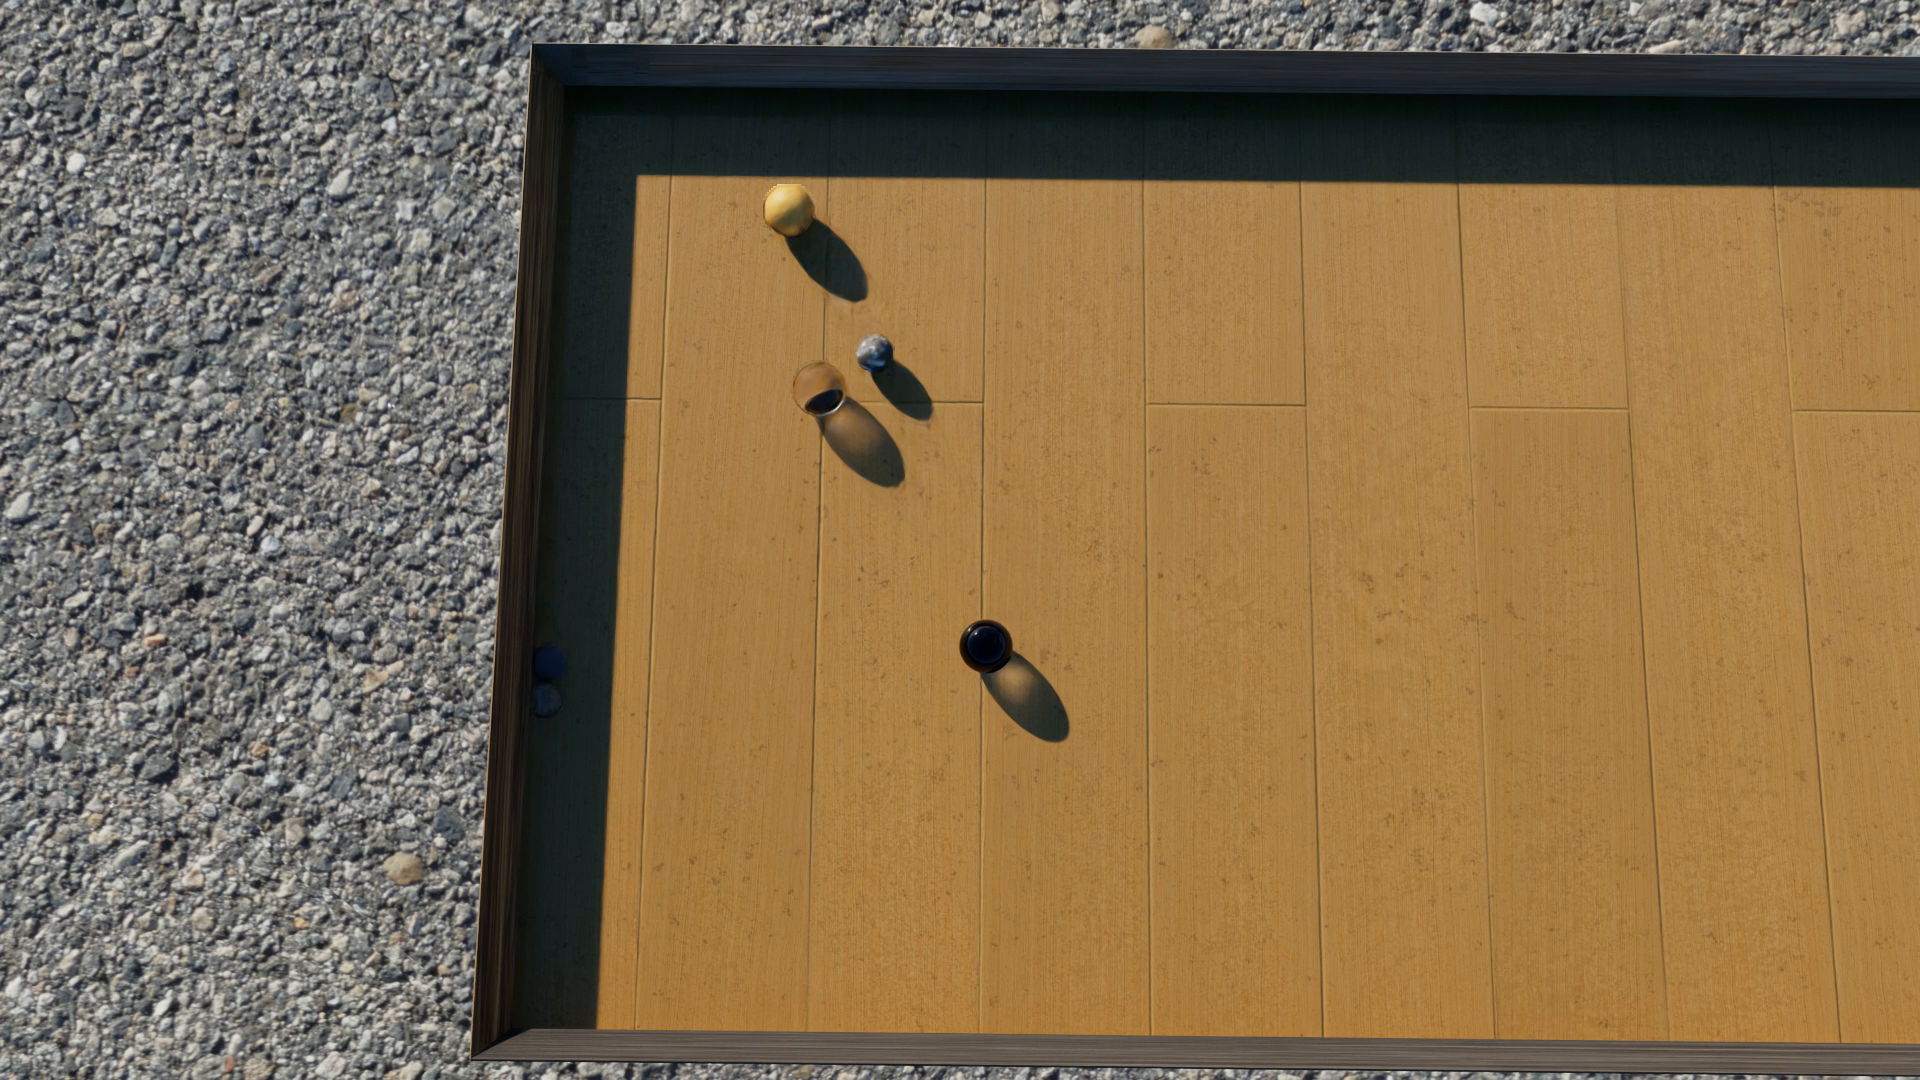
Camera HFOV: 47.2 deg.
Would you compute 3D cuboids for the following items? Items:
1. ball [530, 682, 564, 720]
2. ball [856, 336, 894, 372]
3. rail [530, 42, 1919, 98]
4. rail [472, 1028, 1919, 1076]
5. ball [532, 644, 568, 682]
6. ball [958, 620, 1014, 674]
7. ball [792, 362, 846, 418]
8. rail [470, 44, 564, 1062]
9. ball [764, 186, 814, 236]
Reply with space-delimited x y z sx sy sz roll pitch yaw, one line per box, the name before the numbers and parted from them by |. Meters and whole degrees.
ball | -0.619 0.238 3.274 0.056 0.056 0.056 0 77 0
ball | -0.132 -0.288 3.398 0.058 0.058 0.058 0 77 0
rail | 0.686 -0.728 3.475 2.714 0.109 0.045 1 77 0
rail | 0.670 0.732 3.129 2.714 0.109 0.045 1 77 0
ball | -0.615 0.184 3.287 0.055 0.055 0.055 0 77 0
ball | 0.039 0.159 3.280 0.081 0.081 0.081 0 77 0
ball | -0.215 -0.231 3.371 0.084 0.084 0.084 0 77 0
rail | -0.655 -0.012 3.305 0.045 0.109 1.547 1 77 0
ball | -0.267 -0.515 3.441 0.080 0.080 0.080 0 77 0
